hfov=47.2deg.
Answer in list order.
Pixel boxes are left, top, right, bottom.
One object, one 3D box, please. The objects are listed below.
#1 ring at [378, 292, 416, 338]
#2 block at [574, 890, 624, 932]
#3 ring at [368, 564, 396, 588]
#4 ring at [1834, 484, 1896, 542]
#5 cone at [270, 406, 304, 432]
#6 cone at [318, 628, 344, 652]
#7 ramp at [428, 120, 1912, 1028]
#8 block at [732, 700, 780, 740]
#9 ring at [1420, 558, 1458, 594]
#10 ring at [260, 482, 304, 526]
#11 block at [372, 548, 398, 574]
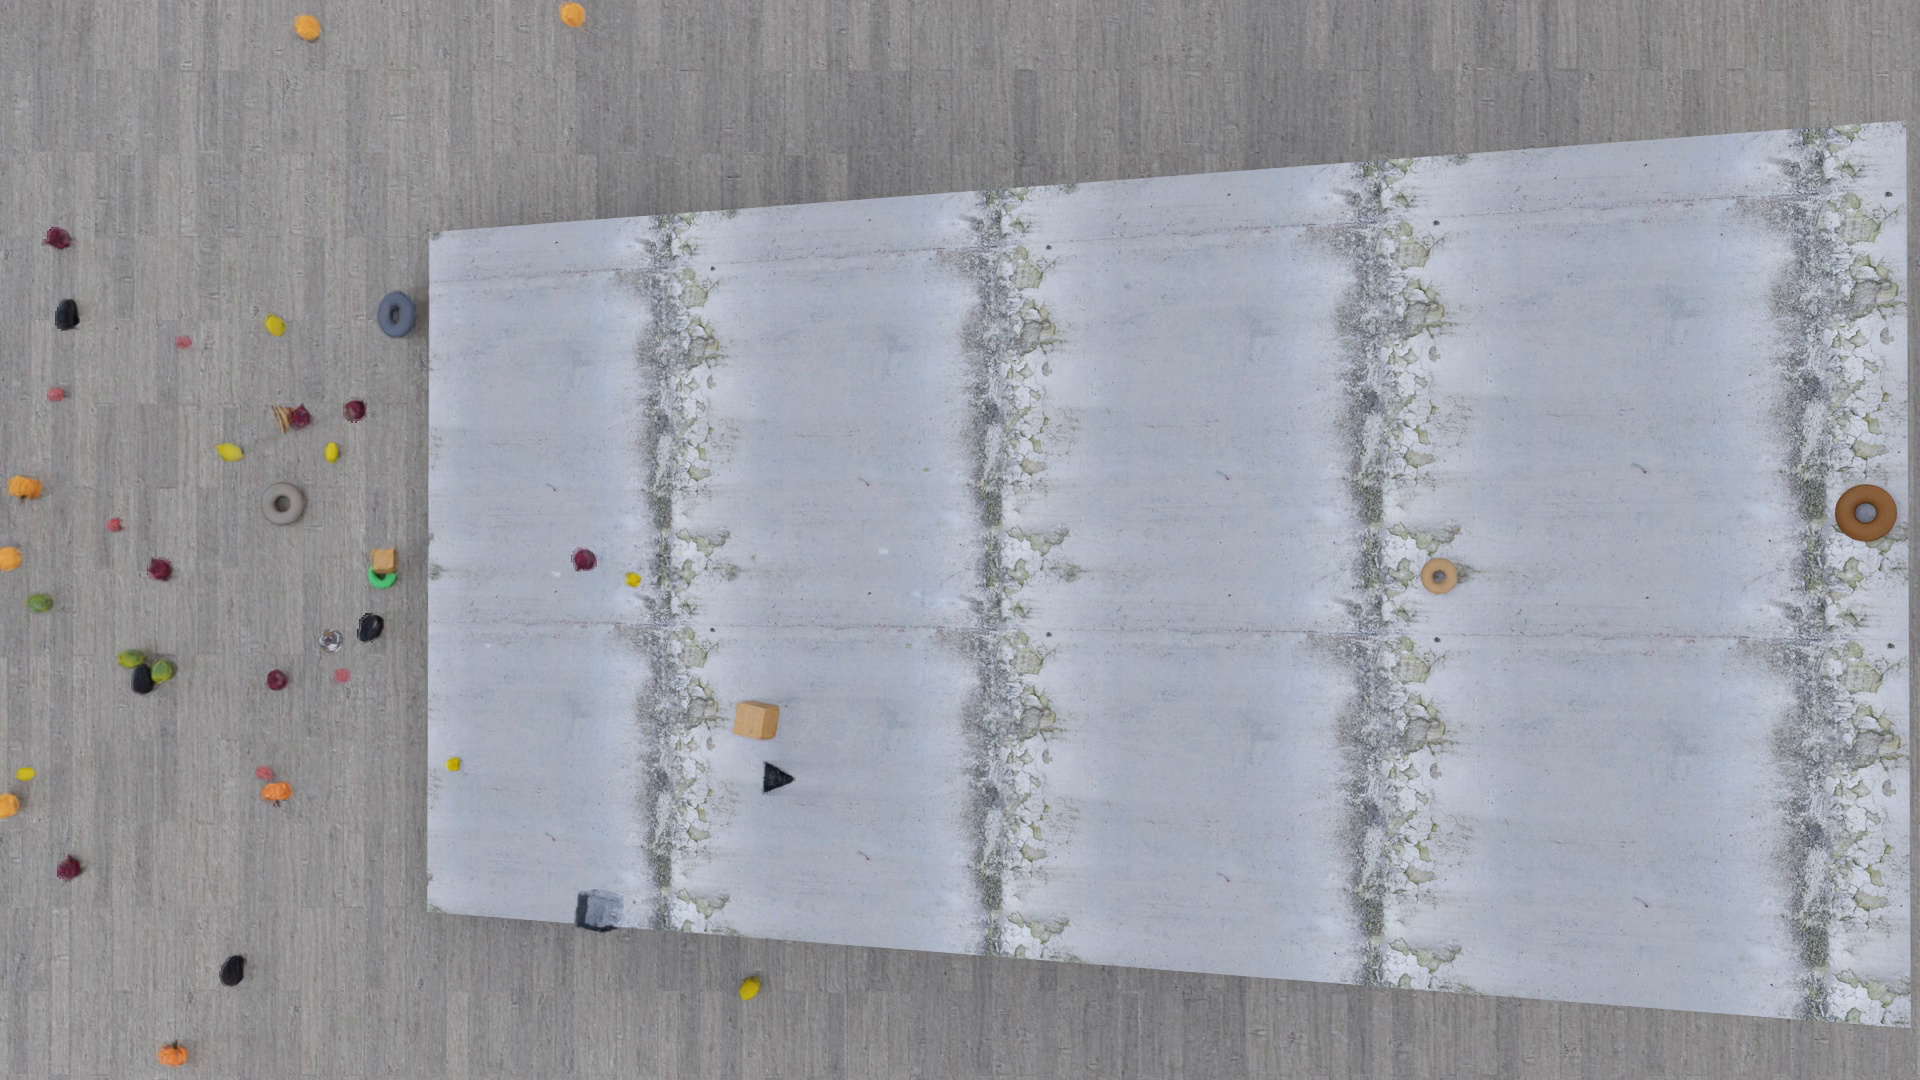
[{"bbox_3d":[-1.673,-0.668,6.529,0.137,0.046,0.137,0,90,31],"label":"ring"},{"bbox_3d":[-1.011,1.039,6.164,0.093,0.093,0.093,8,93,24],"label":"block"},{"bbox_3d":[-1.721,0.101,6.549,0.087,0.029,0.087,0,88,1],"label":"ring"},{"bbox_3d":[2.003,-0.060,4.862,0.128,0.043,0.128,-1,88,28],"label":"ring"},{"bbox_3d":[-1.990,-0.376,6.549,0.088,0.088,0.088,-27,89,-27],"label":"cone"},{"bbox_3d":[-1.877,0.300,6.524,0.074,0.074,0.074,0,89,0],"label":"cone"},{"bbox_3d":[0.283,0.083,5.705,4.000,0.100,2.000,0,89,24],"label":"ramp"},{"bbox_3d":[-0.552,0.489,5.969,0.087,0.087,0.087,11,94,24],"label":"block"},{"bbox_3d":[1.144,0.086,5.251,0.088,0.029,0.088,0,91,23],"label":"ring"},{"bbox_3d":[-2.016,-0.108,6.545,0.129,0.043,0.129,0,90,-1],"label":"ring"},{"bbox_3d":[-1.701,0.062,6.507,0.060,0.060,0.060,-5,77,-4],"label":"block"}]
